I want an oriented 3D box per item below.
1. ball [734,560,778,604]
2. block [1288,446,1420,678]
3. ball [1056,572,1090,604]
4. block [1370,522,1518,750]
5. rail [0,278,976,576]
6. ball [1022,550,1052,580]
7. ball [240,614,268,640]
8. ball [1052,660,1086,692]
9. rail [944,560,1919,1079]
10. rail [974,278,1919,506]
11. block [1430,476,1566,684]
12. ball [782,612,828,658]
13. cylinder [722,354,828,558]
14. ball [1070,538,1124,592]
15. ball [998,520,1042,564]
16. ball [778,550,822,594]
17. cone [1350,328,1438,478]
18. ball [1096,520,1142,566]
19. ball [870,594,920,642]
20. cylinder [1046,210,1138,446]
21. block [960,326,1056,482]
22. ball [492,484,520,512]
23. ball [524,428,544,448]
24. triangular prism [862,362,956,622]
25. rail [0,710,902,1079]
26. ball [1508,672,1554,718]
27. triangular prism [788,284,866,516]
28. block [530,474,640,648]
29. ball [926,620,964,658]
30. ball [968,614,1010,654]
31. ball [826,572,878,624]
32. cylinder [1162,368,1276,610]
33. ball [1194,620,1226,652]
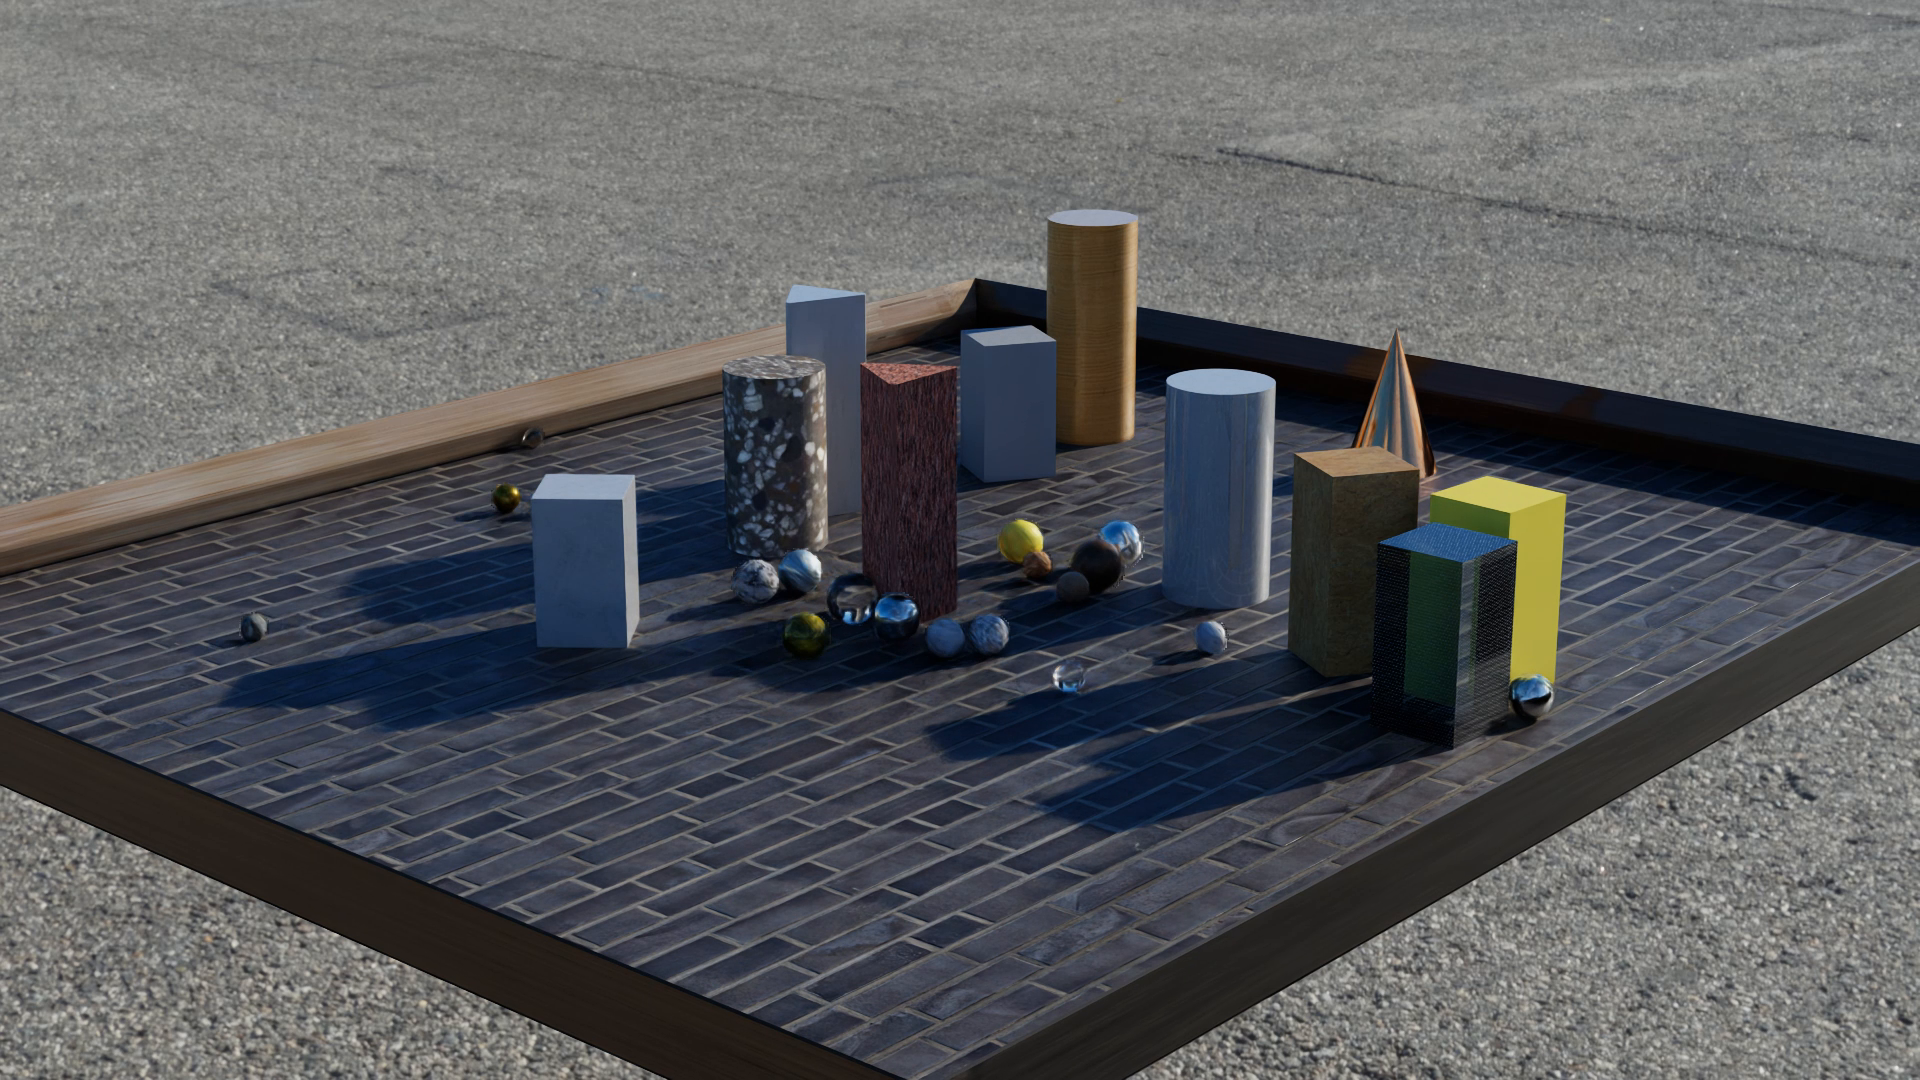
[{"bbox_3d":[-0.352,0.073,5.061,0.078,0.078,0.078,0,17,0],"label":"ball"},{"bbox_3d":[0.635,0.034,4.748,0.150,0.334,0.150,-5,18,-17],"label":"block"},{"bbox_3d":[0.195,0.082,5.065,0.057,0.057,0.057,0,17,0],"label":"ball"},{"bbox_3d":[0.734,0.143,4.454,0.150,0.294,0.150,15,22,40],"label":"block"},{"bbox_3d":[-1.001,-0.221,5.953,0.045,0.122,3.219,14,22,39],"label":"rail"},{"bbox_3d":[0.136,0.045,5.199,0.052,0.052,0.052,0,17,0],"label":"ball"},{"bbox_3d":[-1.176,0.146,4.880,0.043,0.043,0.043,0,17,0],"label":"ball"},{"bbox_3d":[0.172,0.215,4.633,0.052,0.052,0.052,0,17,0],"label":"ball"},{"bbox_3d":[1.001,0.282,4.289,0.045,0.122,3.219,14,22,39],"label":"rail"},{"bbox_3d":[1.040,-0.316,6.267,2.700,0.122,0.045,14,22,39],"label":"rail"},{"bbox_3d":[0.844,0.077,4.643,0.150,0.311,0.150,-16,23,-42],"label":"block"},{"bbox_3d":[-0.253,0.156,4.788,0.077,0.077,0.077,0,17,0],"label":"ball"},{"bbox_3d":[-0.338,-0.155,5.370,0.188,0.334,0.188,0,17,0],"label":"cylinder"},{"bbox_3d":[0.240,0.044,5.133,0.091,0.091,0.091,0,17,0],"label":"ball"},{"bbox_3d":[0.110,0.004,5.286,0.079,0.079,0.079,0,17,0],"label":"ball"},{"bbox_3d":[-0.280,0.055,5.121,0.077,0.077,0.077,0,17,0],"label":"ball"},{"bbox_3d":[0.869,-0.285,5.875,0.188,0.291,0.188,0,17,0],"label":"cone"},{"bbox_3d":[0.286,0.007,5.266,0.085,0.085,0.085,0,17,0],"label":"ball"},{"bbox_3d":[-0.107,0.129,4.868,0.082,0.082,0.082,0,17,0],"label":"ball"},{"bbox_3d":[0.274,-0.443,6.106,0.188,0.461,0.188,0,17,0],"label":"cylinder"},{"bbox_3d":[0.096,-0.273,5.862,0.150,0.277,0.150,-5,18,-17],"label":"block"},{"bbox_3d":[-0.868,-0.080,5.611,0.052,0.052,0.052,0,17,0],"label":"ball"},{"bbox_3d":[-0.883,-0.212,6.067,0.040,0.040,0.040,0,17,0],"label":"ball"},{"bbox_3d":[-0.112,-0.081,4.964,0.141,0.428,0.163,14,21,38],"label":"triangular prism"},{"bbox_3d":[-1.040,0.377,3.975,2.700,0.122,0.045,14,22,39],"label":"rail"},{"bbox_3d":[0.880,0.240,4.521,0.071,0.071,0.071,0,17,0],"label":"ball"},{"bbox_3d":[-0.282,-0.267,5.589,0.163,0.422,0.141,-9,19,-27],"label":"triangular prism"},{"bbox_3d":[-0.622,0.034,4.881,0.150,0.256,0.150,0,17,2],"label":"block"},{"bbox_3d":[-0.024,0.162,4.791,0.064,0.064,0.064,0,17,0],"label":"ball"},{"bbox_3d":[0.047,0.155,4.808,0.067,0.067,0.067,0,17,0],"label":"ball"},{"bbox_3d":[-0.182,0.099,4.955,0.089,0.089,0.089,0,17,0],"label":"ball"},{"bbox_3d":[0.447,-0.090,5.077,0.188,0.380,0.188,0,17,0],"label":"cylinder"},{"bbox_3d":[0.411,0.159,4.819,0.052,0.052,0.052,0,17,0],"label":"ball"}]
